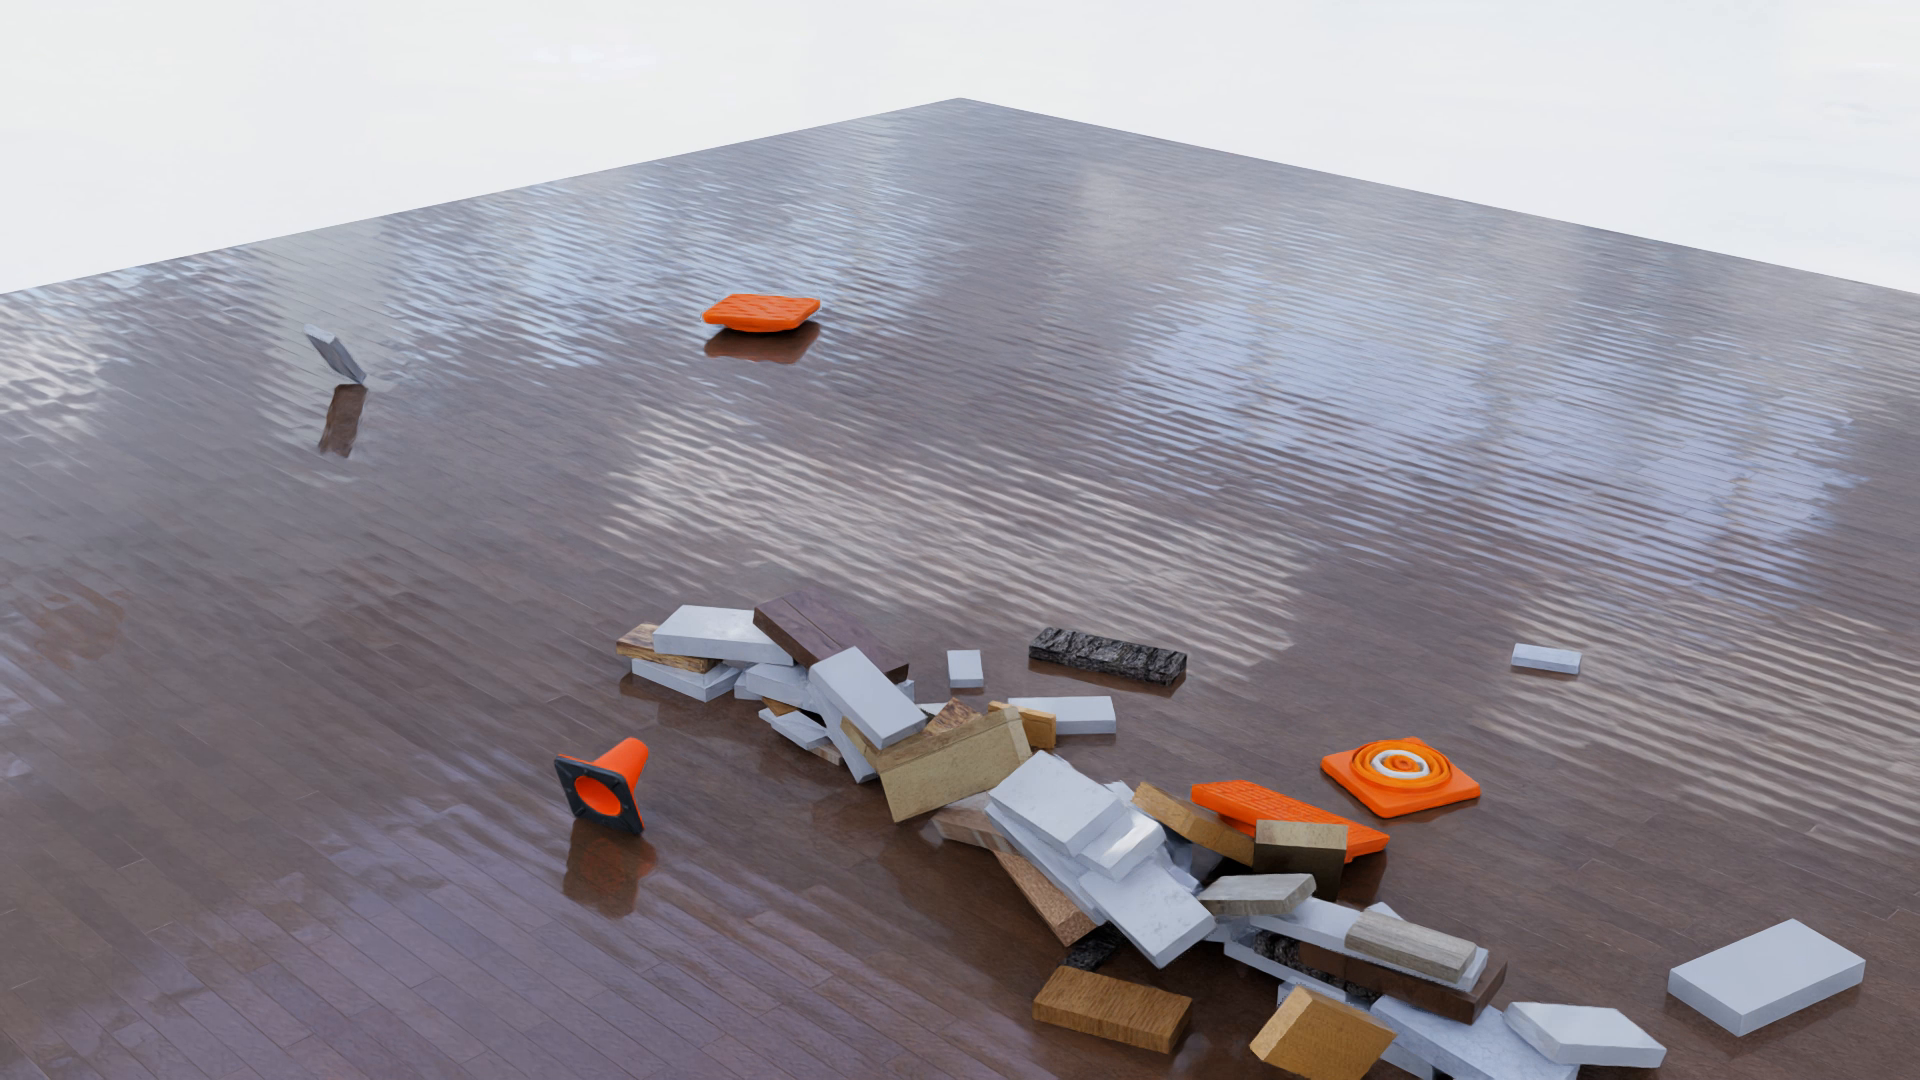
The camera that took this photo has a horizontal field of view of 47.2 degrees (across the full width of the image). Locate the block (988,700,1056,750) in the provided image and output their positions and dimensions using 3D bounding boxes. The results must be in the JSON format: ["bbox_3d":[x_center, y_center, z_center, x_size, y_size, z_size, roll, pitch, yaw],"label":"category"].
[{"bbox_3d":[0.133,0.398,4.728,0.149,0.075,0.021,11,25,24],"label":"block"}]

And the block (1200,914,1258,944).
[{"bbox_3d":[0.452,0.681,3.975,0.124,0.035,0.248,-20,6,-33],"label":"block"}]

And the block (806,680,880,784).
[{"bbox_3d":[-0.214,0.387,4.631,0.121,0.034,0.243,-15,63,-32],"label":"block"}]

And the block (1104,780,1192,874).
[{"bbox_3d":[0.358,0.582,4.221,0.037,0.132,0.264,-11,25,-24],"label":"block"}]

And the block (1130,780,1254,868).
[{"bbox_3d":[0.482,0.554,4.170,0.319,0.045,0.159,28,1,-40],"label":"block"}]

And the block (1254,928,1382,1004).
[{"bbox_3d":[0.650,0.718,3.813,0.248,0.035,0.124,19,29,33],"label":"block"}]

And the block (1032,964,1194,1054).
[{"bbox_3d":[0.264,0.811,3.805,0.248,0.035,0.124,10,25,22],"label":"block"}]

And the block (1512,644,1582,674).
[{"bbox_3d":[1.357,0.274,5.087,0.149,0.021,0.075,8,24,18],"label":"block"}]

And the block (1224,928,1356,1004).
[{"bbox_3d":[0.604,0.733,3.875,0.248,0.035,0.124,18,29,37],"label":"block"}]

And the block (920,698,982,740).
[{"bbox_3d":[0.023,0.418,4.579,0.113,0.032,0.226,-46,41,-14],"label":"block"}]

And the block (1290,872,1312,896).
[{"bbox_3d":[0.616,0.684,3.968,0.021,0.076,0.151,14,37,-53],"label":"block"}]

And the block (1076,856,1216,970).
[{"bbox_3d":[0.320,0.627,3.801,0.124,0.035,0.248,-34,37,-13],"label":"block"}]

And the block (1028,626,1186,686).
[{"bbox_3d":[0.341,0.268,5.088,0.347,0.032,0.114,10,25,23],"label":"block"}]

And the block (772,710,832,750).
[{"bbox_3d":[-0.339,0.409,4.724,0.068,0.019,0.136,-17,28,-35],"label":"block"}]

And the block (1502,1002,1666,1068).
[{"bbox_3d":[1.040,0.824,3.661,0.254,0.036,0.127,11,16,-31],"label":"block"}]

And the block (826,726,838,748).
[{"bbox_3d":[-0.221,0.436,4.657,0.068,0.019,0.136,-14,43,-33],"label":"block"}]

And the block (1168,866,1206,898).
[{"bbox_3d":[0.363,0.630,3.987,0.090,0.026,0.181,-42,25,-12],"label":"block"}]

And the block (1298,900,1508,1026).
[{"bbox_3d":[0.750,0.713,3.730,0.312,0.044,0.156,16,27,29],"label":"block"}]

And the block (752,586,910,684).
[{"bbox_3d":[-0.287,0.228,4.860,0.168,0.048,0.337,-20,44,-39],"label":"block"}]

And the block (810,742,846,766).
[{"bbox_3d":[-0.279,0.440,4.700,0.136,0.019,0.068,21,31,41],"label":"block"}]

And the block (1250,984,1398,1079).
[{"bbox_3d":[0.585,0.802,3.526,0.272,0.127,0.036,30,10,-44],"label":"block"}]

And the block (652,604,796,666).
[{"bbox_3d":[-0.508,0.215,4.999,0.337,0.048,0.168,4,22,17],"label":"block"}]

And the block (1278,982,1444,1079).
[{"bbox_3d":[0.720,0.815,3.783,0.312,0.044,0.156,20,30,39],"label":"block"}]

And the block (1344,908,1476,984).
[{"bbox_3d":[0.748,0.674,3.654,0.194,0.028,0.097,15,23,26],"label":"block"}]

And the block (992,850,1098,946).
[{"bbox_3d":[0.198,0.616,4.112,0.175,0.050,0.350,-33,24,-7],"label":"block"}]

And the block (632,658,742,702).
[{"bbox_3d":[-0.622,0.300,5.010,0.237,0.034,0.118,18,29,35],"label":"block"}]

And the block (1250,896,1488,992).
[{"bbox_3d":[0.690,0.673,3.727,0.388,0.028,0.097,14,26,25],"label":"block"}]

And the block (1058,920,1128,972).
[{"bbox_3d":[0.245,0.744,3.987,0.057,0.016,0.175,14,27,30],"label":"block"}]

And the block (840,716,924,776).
[{"bbox_3d":[-0.129,0.440,4.552,0.122,0.034,0.243,-20,54,-34],"label":"block"}]

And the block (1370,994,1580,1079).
[{"bbox_3d":[0.851,0.832,3.644,0.312,0.044,0.156,28,35,32],"label":"block"}]

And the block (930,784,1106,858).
[{"bbox_3d":[0.118,0.525,4.256,0.175,0.050,0.350,-43,28,-28],"label":"block"}]

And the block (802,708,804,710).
[{"bbox_3d":[-0.308,0.354,4.908,0.101,0.014,0.050,-8,24,-18],"label":"block"}]

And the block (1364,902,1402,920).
[{"bbox_3d":[0.778,0.717,4.016,0.076,0.021,0.151,-19,24,-14],"label":"block"}]

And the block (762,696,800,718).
[{"bbox_3d":[-0.394,0.365,4.847,0.050,0.014,0.101,-11,25,-24],"label":"block"}]

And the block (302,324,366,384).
[{"bbox_3d":[-1.946,-0.579,6.848,0.114,0.228,0.032,24,69,23],"label":"block"}]

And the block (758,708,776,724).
[{"bbox_3d":[-0.391,0.391,4.820,0.050,0.014,0.101,-19,29,-37],"label":"block"}]

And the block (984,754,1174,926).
[{"bbox_3d":[0.215,0.544,4.027,0.175,0.050,0.350,-36,41,-14],"label":"block"}]

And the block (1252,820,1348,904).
[{"bbox_3d":[0.617,0.591,4.021,0.159,0.319,0.045,3,64,7],"label":"block"}]

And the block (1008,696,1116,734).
[{"bbox_3d":[0.222,0.384,4.814,0.228,0.032,0.114,-1,23,-2],"label":"block"}]

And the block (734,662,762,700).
[{"bbox_3d":[-0.425,0.297,5.017,0.118,0.034,0.237,4,23,9],"label":"block"}]

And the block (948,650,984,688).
[{"bbox_3d":[0.012,0.295,5.039,0.075,0.021,0.149,-1,23,-3],"label":"block"}]

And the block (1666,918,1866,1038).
[{"bbox_3d":[1.426,0.770,3.887,0.319,0.045,0.159,-13,26,-28],"label":"block"}]

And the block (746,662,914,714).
[{"bbox_3d":[-0.288,0.322,4.856,0.337,0.048,0.168,15,27,30],"label":"block"}]

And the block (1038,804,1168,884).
[{"bbox_3d":[0.246,0.519,3.933,0.124,0.035,0.248,-39,30,-18],"label":"block"}]

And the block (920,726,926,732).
[{"bbox_3d":[-0.118,0.428,4.712,0.348,0.032,0.113,16,28,33],"label":"block"}]

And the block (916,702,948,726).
[{"bbox_3d":[0.008,0.399,4.722,0.113,0.032,0.226,1,13,-43],"label":"block"}]

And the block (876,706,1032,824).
[{"bbox_3d":[-0.012,0.441,4.293,0.037,0.132,0.386,-9,-12,-45],"label":"block"}]

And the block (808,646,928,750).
[{"bbox_3d":[-0.194,0.329,4.597,0.121,0.034,0.243,-23,52,-36],"label":"block"}]

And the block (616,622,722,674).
[{"bbox_3d":[-0.656,0.247,5.051,0.237,0.034,0.118,11,25,24],"label":"block"}]

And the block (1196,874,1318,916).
[{"bbox_3d":[0.506,0.610,3.784,0.194,0.028,0.097,-10,13,44],"label":"block"}]

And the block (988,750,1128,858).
[{"bbox_3d":[0.175,0.476,3.990,0.132,0.037,0.264,-38,30,-17],"label":"block"}]
